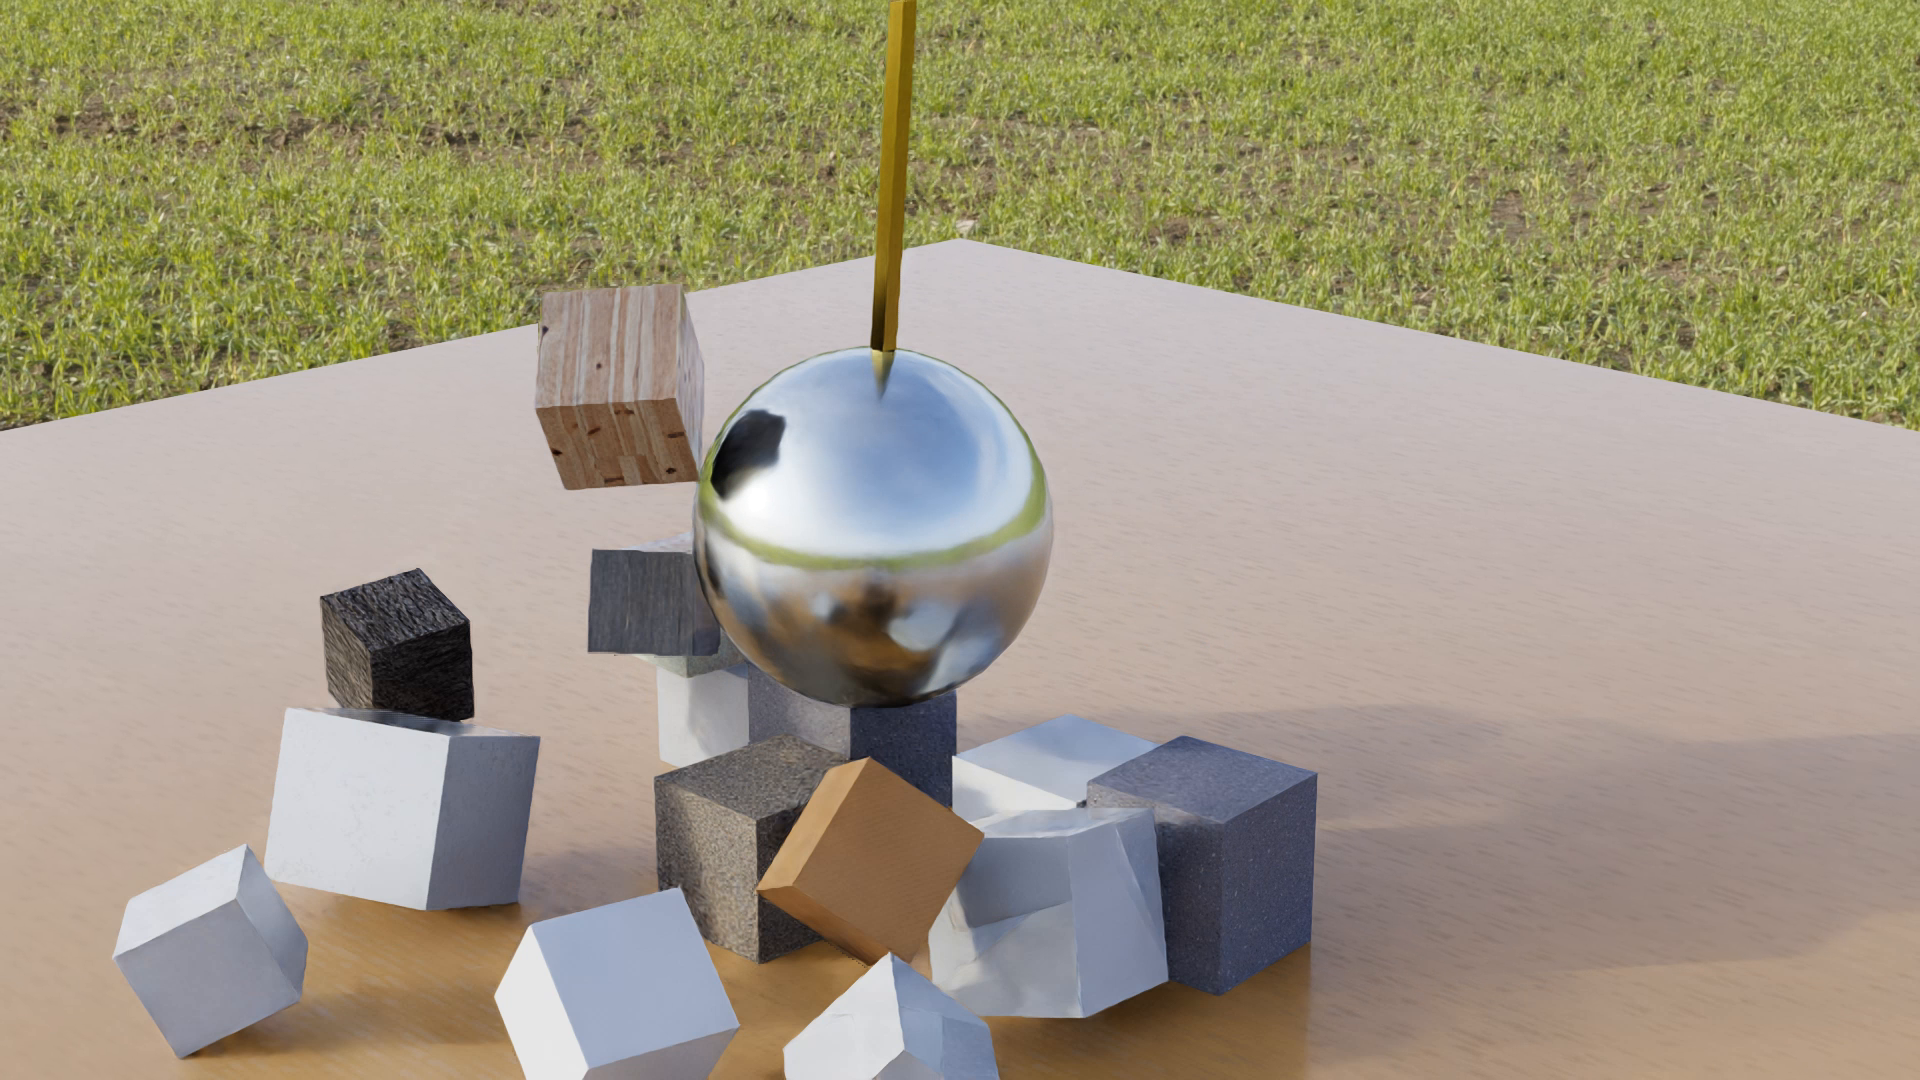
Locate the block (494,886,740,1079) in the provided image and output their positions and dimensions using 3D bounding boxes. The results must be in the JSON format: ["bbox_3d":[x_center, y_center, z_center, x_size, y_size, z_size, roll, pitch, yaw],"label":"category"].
[{"bbox_3d":[-1.318,1.799,11.206,0.629,0.592,0.612,-11,61,-31],"label":"block"}]

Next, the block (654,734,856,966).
[{"bbox_3d":[-0.828,1.348,12.936,0.757,0.670,0.682,-16,24,-42],"label":"block"}]

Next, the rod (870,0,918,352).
[{"bbox_3d":[-0.167,-3.349,12.115,0.080,5.200,0.080,17,19,42],"label":"rod"}]

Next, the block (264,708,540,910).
[{"bbox_3d":[-2.466,1.179,12.988,0.844,0.751,0.755,8,-1,23],"label":"block"}]

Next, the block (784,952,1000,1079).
[{"bbox_3d":[-0.242,1.978,10.622,0.516,0.570,0.591,40,16,-23],"label":"block"}]

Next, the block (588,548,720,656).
[{"bbox_3d":[-1.417,0.291,13.685,0.496,0.472,0.519,2,-1,9],"label":"block"}]

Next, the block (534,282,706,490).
[{"bbox_3d":[-1.441,-0.651,12.526,0.591,0.609,0.603,-4,57,4],"label":"block"}]

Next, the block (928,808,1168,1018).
[{"bbox_3d":[0.348,1.507,11.938,0.682,0.717,0.729,-4,2,32],"label":"block"}]

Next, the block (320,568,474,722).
[{"bbox_3d":[-2.659,0.555,13.879,0.507,0.541,0.542,-18,37,-30],"label":"block"}]

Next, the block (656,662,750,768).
[{"bbox_3d":[-1.023,0.826,14.693,0.660,0.614,0.739,-17,24,-42],"label":"block"}]

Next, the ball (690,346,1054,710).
[{"bbox_3d":[-0.384,-0.053,12.922,1.600,1.600,1.600,0,17,0],"label":"ball"}]

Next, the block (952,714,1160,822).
[{"bbox_3d":[0.504,1.278,13.183,0.763,0.656,0.760,-17,24,-42],"label":"block"}]

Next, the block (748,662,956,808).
[{"bbox_3d":[-0.519,0.934,14.165,0.694,0.725,0.727,-16,24,-42],"label":"block"}]

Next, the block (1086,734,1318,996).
[{"bbox_3d":[1.034,1.386,12.621,0.705,0.787,0.706,14,22,37],"label":"block"}]

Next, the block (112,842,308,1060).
[{"bbox_3d":[-3.024,1.659,11.873,0.544,0.516,0.513,-26,21,1],"label":"block"}]

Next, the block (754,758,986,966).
[{"bbox_3d":[-0.354,1.250,11.340,0.544,0.573,0.574,35,-18,-10],"label":"block"}]

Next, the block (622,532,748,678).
[{"bbox_3d":[-1.276,0.299,14.481,0.617,0.518,0.559,-15,23,-39],"label":"block"}]
